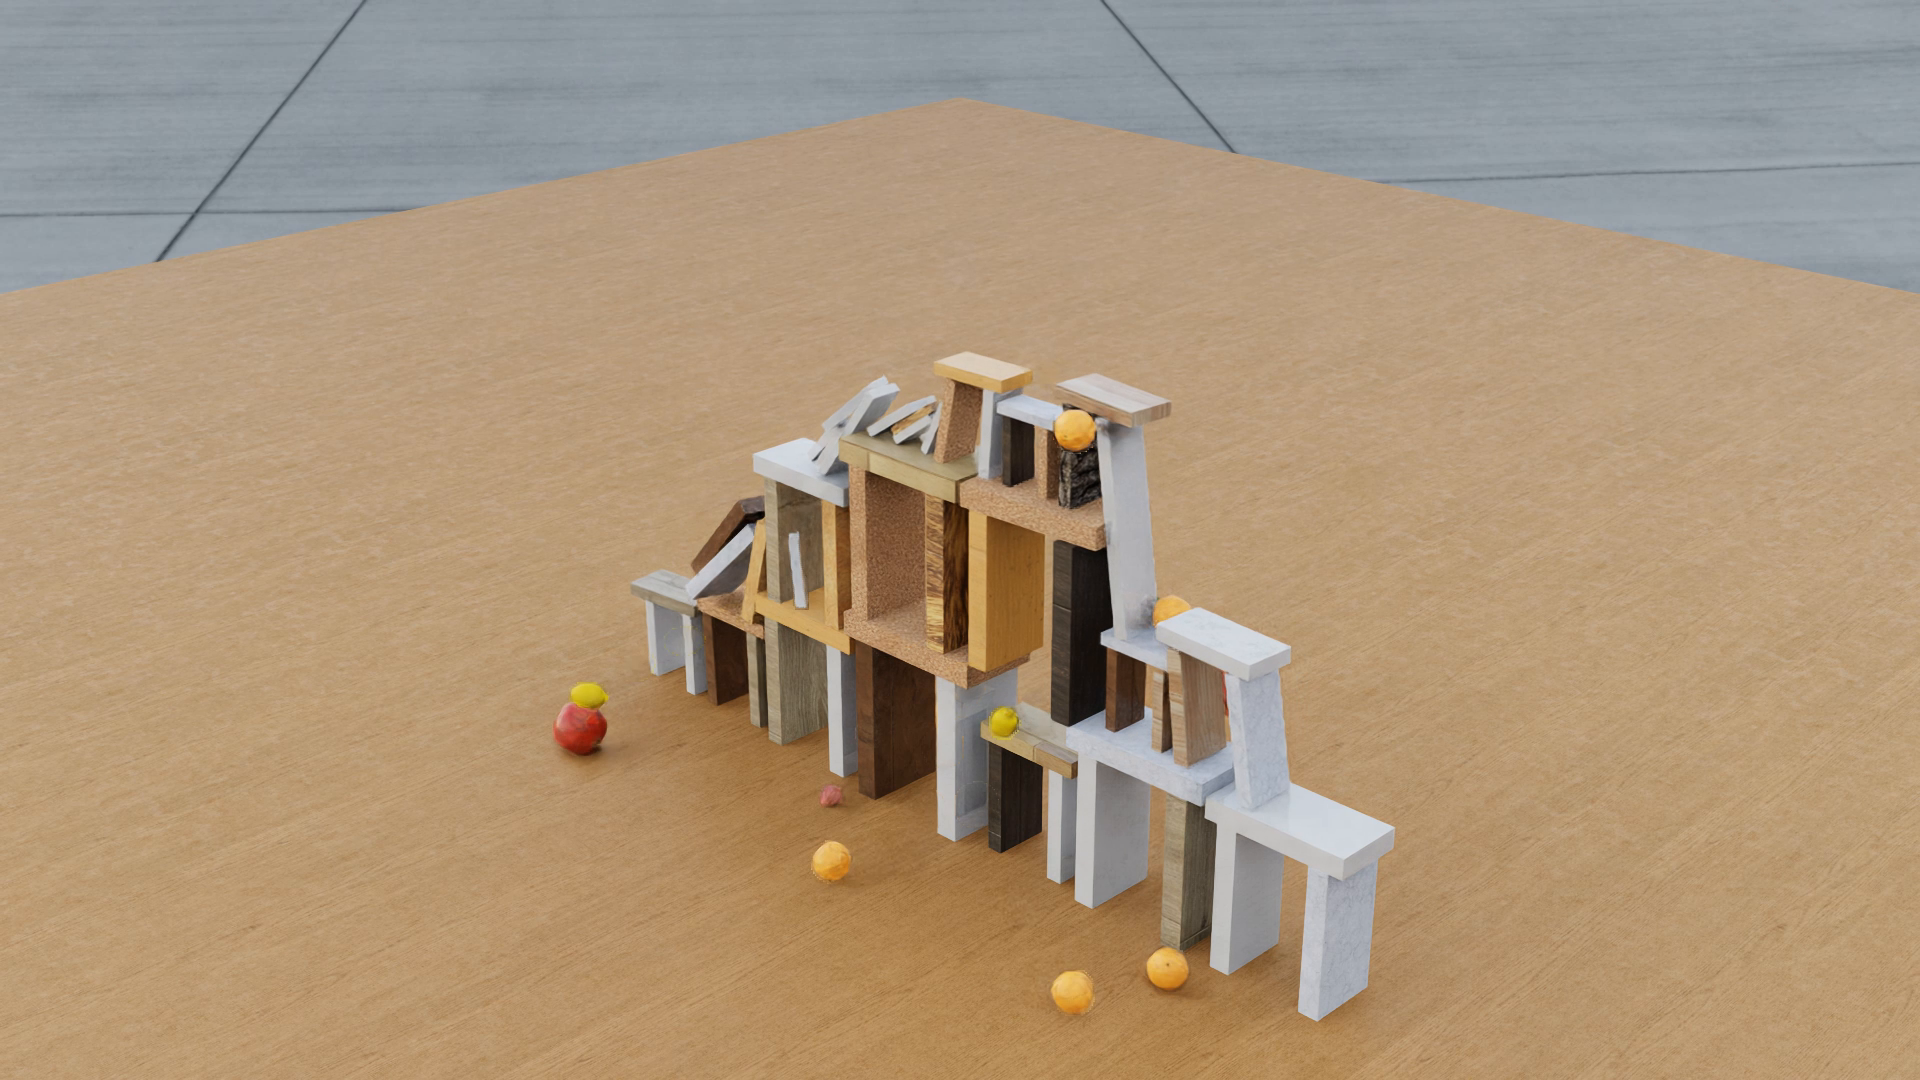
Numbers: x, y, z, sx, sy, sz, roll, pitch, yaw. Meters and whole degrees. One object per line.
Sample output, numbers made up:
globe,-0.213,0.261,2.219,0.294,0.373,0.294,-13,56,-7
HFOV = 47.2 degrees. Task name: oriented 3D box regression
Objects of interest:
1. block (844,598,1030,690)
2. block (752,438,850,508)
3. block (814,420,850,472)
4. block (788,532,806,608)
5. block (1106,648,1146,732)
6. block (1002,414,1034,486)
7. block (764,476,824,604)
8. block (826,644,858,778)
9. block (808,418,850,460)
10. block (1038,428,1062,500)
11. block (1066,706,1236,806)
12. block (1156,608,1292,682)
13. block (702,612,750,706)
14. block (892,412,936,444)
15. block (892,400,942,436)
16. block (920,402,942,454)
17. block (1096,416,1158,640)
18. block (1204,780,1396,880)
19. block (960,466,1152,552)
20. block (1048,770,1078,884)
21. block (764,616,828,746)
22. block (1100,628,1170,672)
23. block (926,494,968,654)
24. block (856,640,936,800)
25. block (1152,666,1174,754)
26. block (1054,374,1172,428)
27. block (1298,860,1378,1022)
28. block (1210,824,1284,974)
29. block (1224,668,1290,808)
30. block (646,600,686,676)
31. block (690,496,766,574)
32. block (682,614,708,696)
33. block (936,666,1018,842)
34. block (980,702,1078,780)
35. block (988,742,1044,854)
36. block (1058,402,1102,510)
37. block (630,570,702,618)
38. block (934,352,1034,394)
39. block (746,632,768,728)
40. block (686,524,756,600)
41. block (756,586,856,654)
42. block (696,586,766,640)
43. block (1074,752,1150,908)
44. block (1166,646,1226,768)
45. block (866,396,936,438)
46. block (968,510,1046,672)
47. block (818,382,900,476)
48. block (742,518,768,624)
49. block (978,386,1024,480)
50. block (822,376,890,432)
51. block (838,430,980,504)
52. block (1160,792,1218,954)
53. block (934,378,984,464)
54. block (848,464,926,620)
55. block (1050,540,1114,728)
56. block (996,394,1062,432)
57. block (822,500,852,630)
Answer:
block,-0.048,0.190,4.355,0.349,0.049,0.175,21,31,41
block,-0.278,-0.139,4.471,0.138,0.039,0.276,-21,31,-40
block,-0.234,-0.192,4.388,0.069,0.139,0.020,-21,68,-41
block,-0.320,0.059,4.339,0.020,0.139,0.069,-6,8,-2
block,0.303,0.261,4.008,0.082,0.165,0.023,-21,30,-41
block,0.108,-0.172,4.034,0.019,0.135,0.067,18,29,39
block,-0.340,-0.018,4.590,0.039,0.276,0.138,21,31,40
block,-0.206,0.335,4.595,0.042,0.294,0.147,21,31,41
block,-0.248,-0.206,4.436,0.069,0.020,0.139,-17,-15,-34
block,0.172,-0.146,3.978,0.019,0.135,0.067,20,30,39
block,0.364,0.381,3.994,0.317,0.045,0.158,21,31,40
block,0.456,0.179,3.813,0.108,0.031,0.217,-19,30,-38
block,-0.514,0.247,4.895,0.031,0.220,0.110,19,30,42
block,-0.070,-0.219,4.210,0.060,0.017,0.120,-22,-4,-41
block,-0.074,-0.237,4.208,0.060,0.017,0.120,-22,-5,-44
block,-0.030,-0.218,4.167,0.060,0.120,0.017,-22,58,-41
block,0.298,-0.030,3.899,0.027,0.407,0.097,9,23,41
block,0.585,0.489,3.802,0.294,0.042,0.147,21,31,41
block,0.172,-0.065,4.018,0.320,0.045,0.160,19,30,38
block,0.221,0.529,4.212,0.034,0.237,0.118,21,31,41
block,-0.345,0.281,4.723,0.042,0.294,0.147,21,31,41
block,0.341,0.189,3.936,0.082,0.023,0.165,-21,30,-40
block,0.009,0.044,4.226,0.046,0.321,0.161,21,31,41
block,-0.130,0.342,4.509,0.049,0.349,0.175,21,31,41
block,0.380,0.291,3.937,0.023,0.165,0.082,21,30,41
block,0.267,-0.245,3.852,0.097,0.027,0.193,-18,29,-37
block,0.655,0.671,3.804,0.042,0.294,0.147,21,31,41
block,0.516,0.616,3.931,0.042,0.294,0.147,21,31,41
block,0.516,0.331,3.807,0.108,0.243,0.031,-21,20,-41
block,-0.665,0.201,5.030,0.029,0.202,0.101,20,30,41
block,-0.470,-0.011,4.721,0.125,0.250,0.035,-13,65,-41
block,-0.570,0.238,4.942,0.101,0.202,0.029,-21,31,-41
block,0.034,0.406,4.357,0.049,0.349,0.175,21,31,41
block,0.166,0.382,4.211,0.237,0.034,0.118,21,31,41
block,0.110,0.485,4.315,0.034,0.237,0.118,21,31,41
block,0.222,-0.160,3.933,0.027,0.193,0.097,21,30,39
block,-0.632,0.119,4.928,0.202,0.029,0.101,17,28,35
block,0.044,-0.309,4.052,0.172,0.024,0.086,19,30,41
block,-0.409,0.289,4.798,0.110,0.220,0.031,-21,30,-40
block,-0.471,0.041,4.728,0.125,0.250,0.035,-9,65,-49
block,-0.276,0.153,4.593,0.147,0.042,0.294,-21,31,-41
block,-0.460,0.153,4.797,0.220,0.031,0.110,21,31,40
block,0.289,0.519,4.132,0.045,0.317,0.158,21,31,41
block,0.419,0.281,3.892,0.108,0.217,0.031,-21,23,-40
block,-0.112,-0.239,4.243,0.070,0.020,0.140,-22,-3,-41
block,0.089,0.075,4.154,0.045,0.319,0.160,21,31,41
block,-0.199,-0.216,4.325,0.070,0.254,0.020,-21,68,-40
block,-0.390,0.053,4.672,0.125,0.250,0.035,-22,47,-41
block,0.076,-0.205,4.061,0.024,0.174,0.086,23,32,36
block,-0.204,-0.266,4.306,0.139,0.020,0.070,-38,-1,28
block,-0.065,-0.155,4.224,0.161,0.046,0.321,-21,31,-41
block,0.438,0.577,3.994,0.045,0.317,0.158,21,31,41
block,0.001,-0.233,4.129,0.024,0.172,0.086,32,37,33
block,-0.143,-0.016,4.366,0.046,0.321,0.161,21,31,41
block,0.239,0.151,4.023,0.160,0.356,0.045,-21,31,-41
block,0.140,-0.231,3.977,0.135,0.019,0.068,21,30,38
block,-0.213,0.032,4.472,0.138,0.276,0.039,-21,31,-41
